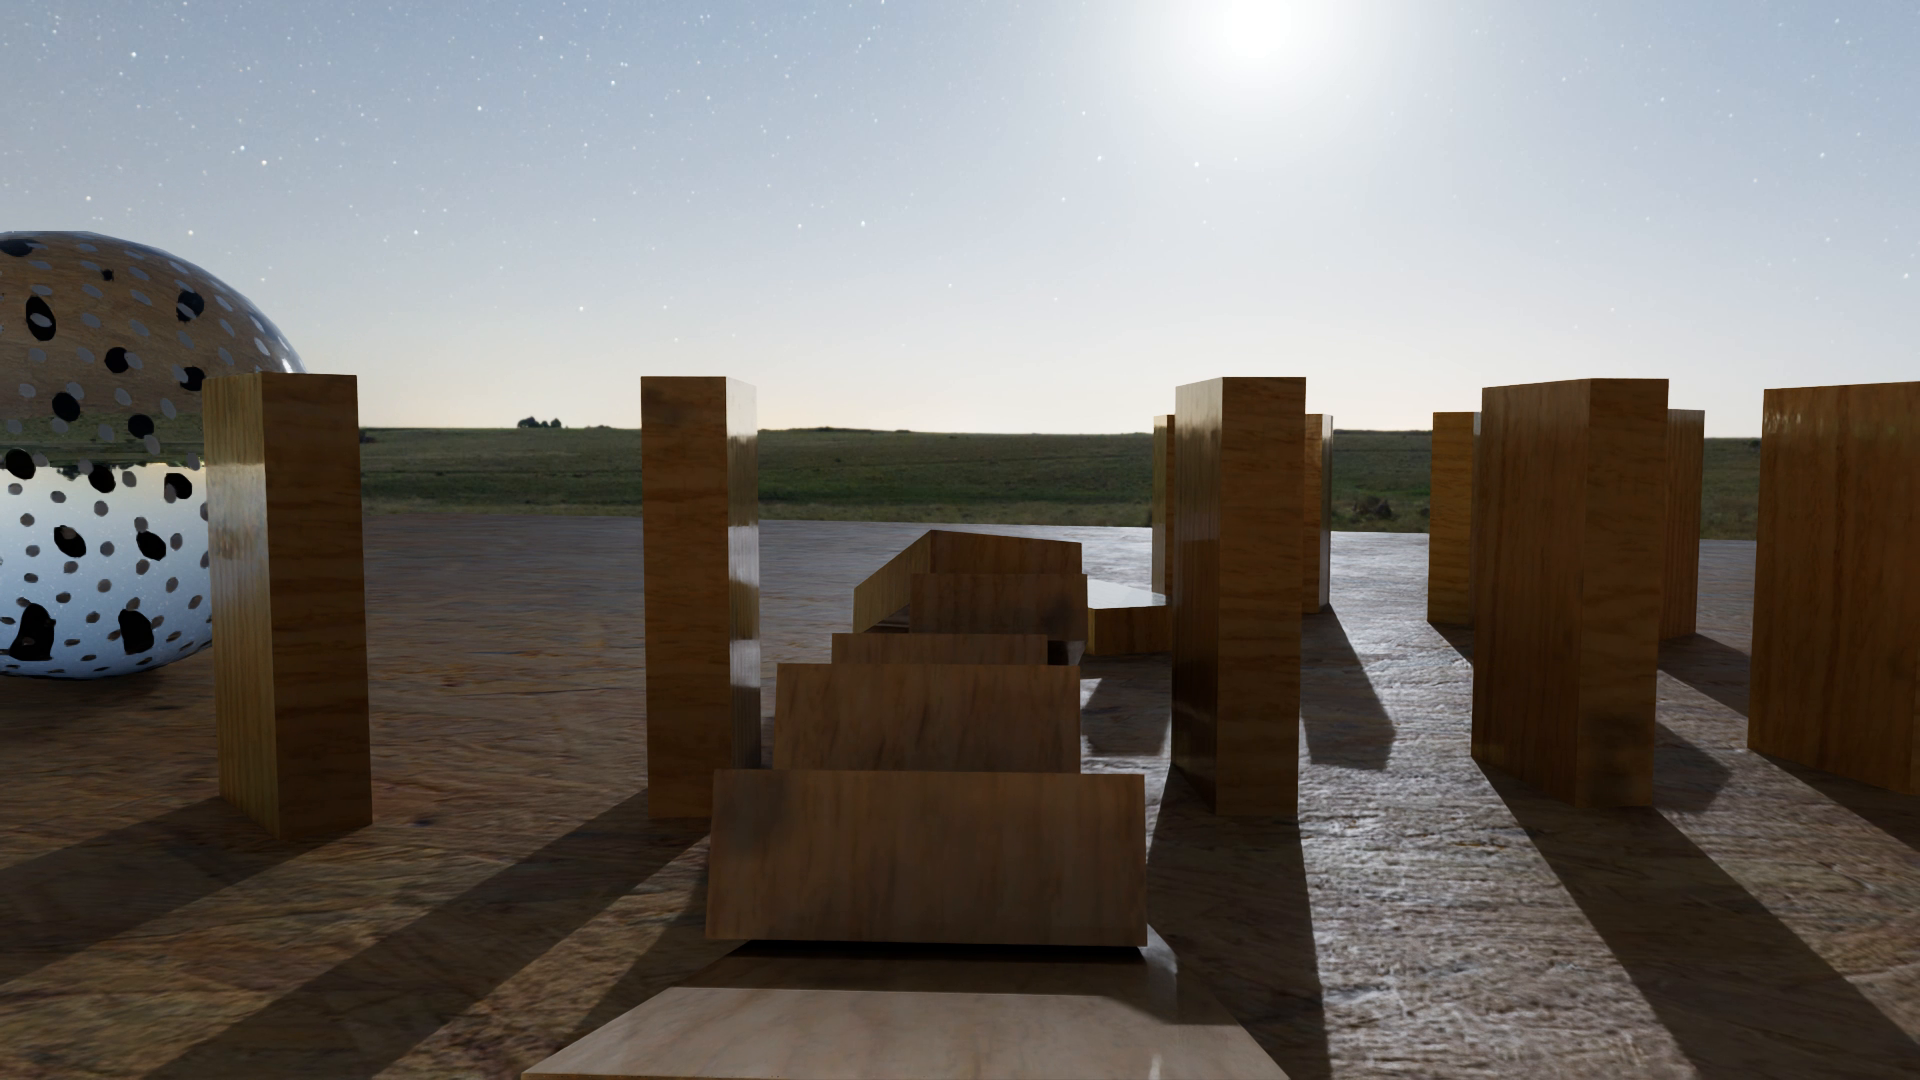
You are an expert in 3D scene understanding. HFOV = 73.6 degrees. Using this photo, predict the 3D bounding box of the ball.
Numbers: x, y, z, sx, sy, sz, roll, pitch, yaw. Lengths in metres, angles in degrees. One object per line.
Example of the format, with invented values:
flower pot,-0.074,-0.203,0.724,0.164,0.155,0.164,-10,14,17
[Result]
ball,-0.157,-0.015,0.230,0.080,0.080,0.080,0,4,0

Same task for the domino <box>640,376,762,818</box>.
domino,-0.031,0.006,0.157,0.009,0.050,0.025,0,4,-1

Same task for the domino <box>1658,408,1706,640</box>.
domino,0.154,-0.004,0.284,0.025,0.050,0.010,-4,6,-39

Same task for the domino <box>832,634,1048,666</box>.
domino,-0.001,0.019,0.173,0.025,0.010,0.050,0,-9,3

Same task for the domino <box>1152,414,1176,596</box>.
domino,0.058,-0.008,0.341,0.009,0.050,0.025,0,4,1

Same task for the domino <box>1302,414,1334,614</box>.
domino,0.090,-0.007,0.333,0.009,0.050,0.025,2,5,22

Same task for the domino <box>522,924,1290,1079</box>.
domino,-0.001,0.027,0.065,0.025,0.009,0.050,0,-11,3

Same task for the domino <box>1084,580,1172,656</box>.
domino,0.030,0.016,0.285,0.025,0.009,0.050,-2,5,-20

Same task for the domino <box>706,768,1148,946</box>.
domino,-0.001,0.023,0.098,0.025,0.010,0.050,0,-13,3

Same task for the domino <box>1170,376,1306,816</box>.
domino,0.034,0.006,0.158,0.009,0.050,0.025,0,4,-2

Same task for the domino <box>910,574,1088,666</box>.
domino,0.006,0.015,0.204,0.025,0.010,0.050,0,-13,2

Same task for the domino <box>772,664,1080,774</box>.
domino,-0.002,0.021,0.129,0.025,0.009,0.050,0,-14,3

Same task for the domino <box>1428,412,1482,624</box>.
domino,0.124,-0.006,0.313,0.009,0.050,0.025,3,5,38

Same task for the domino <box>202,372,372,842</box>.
domino,-0.078,0.006,0.148,0.010,0.050,0.025,-4,6,-43

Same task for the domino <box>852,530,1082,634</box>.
domino,0.000,0.009,0.222,0.025,0.009,0.050,5,-14,-18

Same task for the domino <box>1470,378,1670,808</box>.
domino,0.076,0.005,0.161,0.009,0.050,0.025,0,4,-5

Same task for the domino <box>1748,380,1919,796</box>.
domino,0.117,0.005,0.167,0.009,0.050,0.025,-1,4,-11
